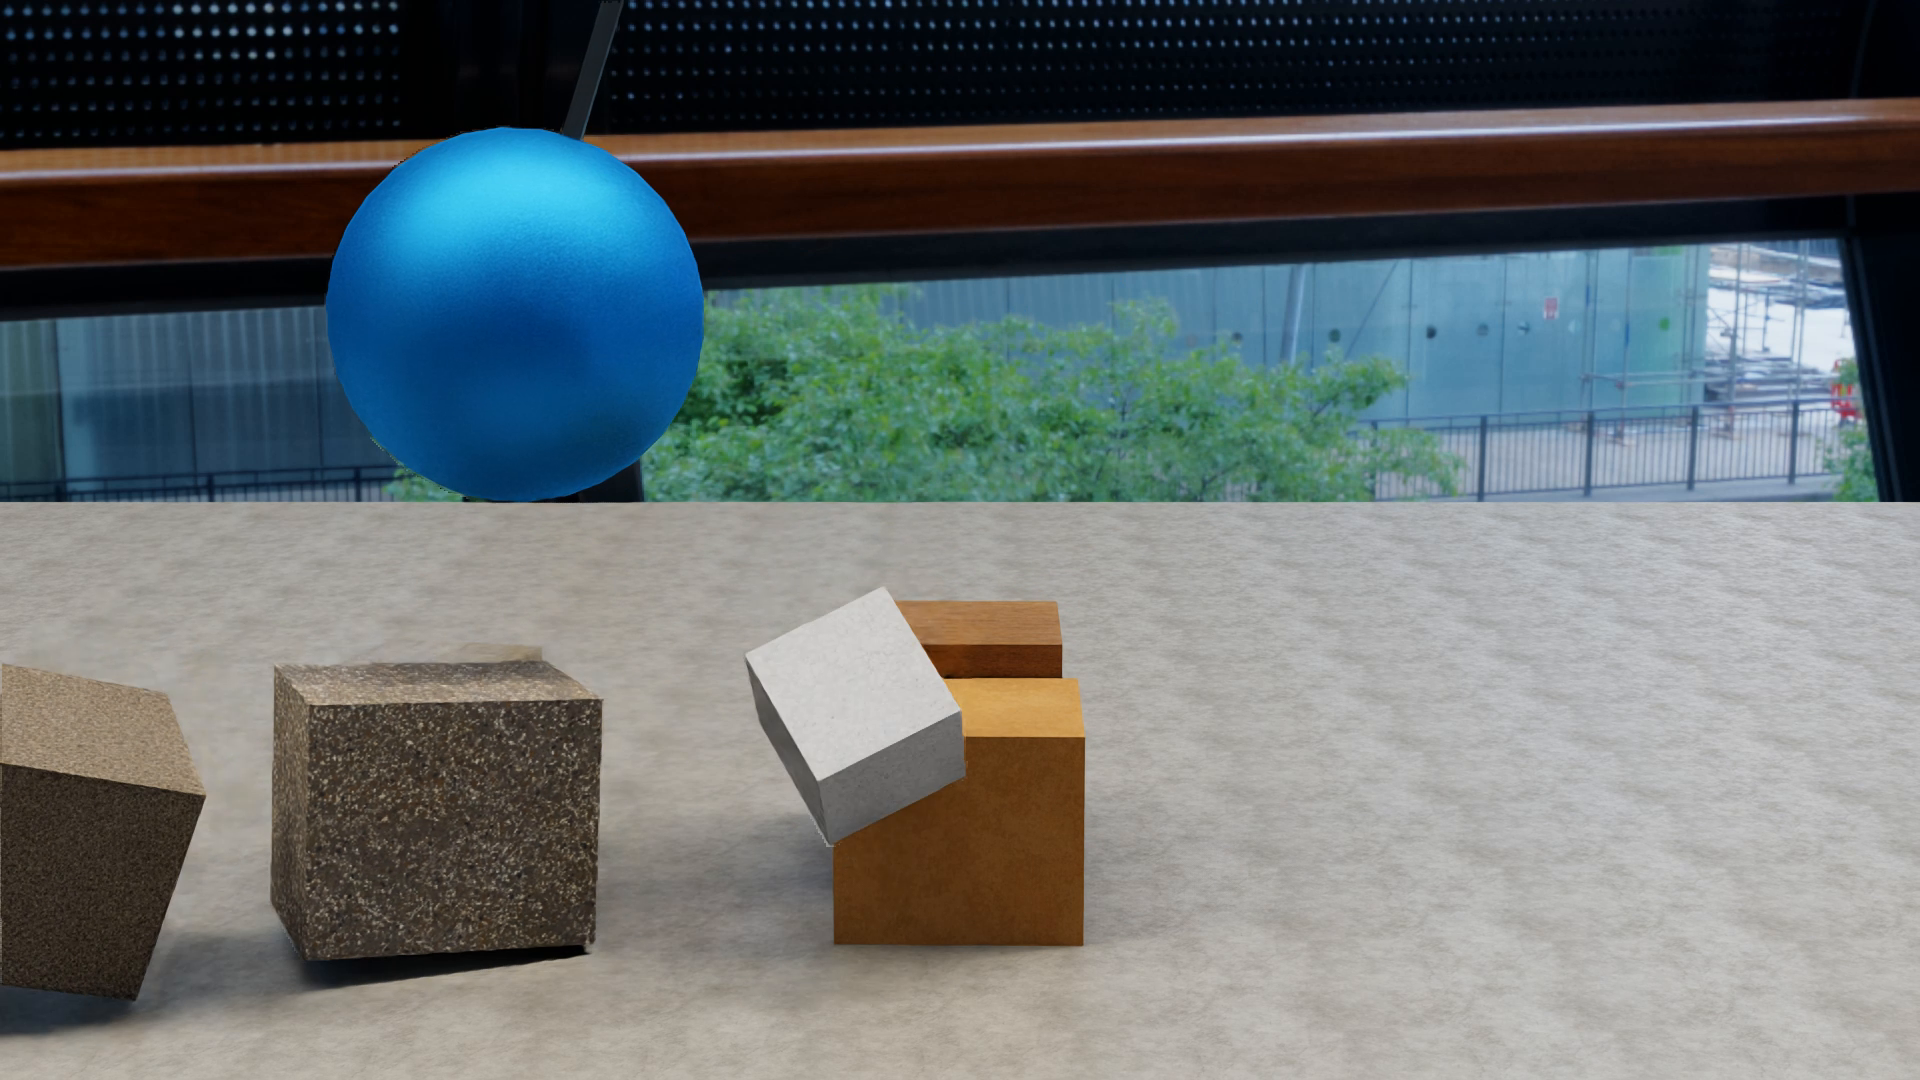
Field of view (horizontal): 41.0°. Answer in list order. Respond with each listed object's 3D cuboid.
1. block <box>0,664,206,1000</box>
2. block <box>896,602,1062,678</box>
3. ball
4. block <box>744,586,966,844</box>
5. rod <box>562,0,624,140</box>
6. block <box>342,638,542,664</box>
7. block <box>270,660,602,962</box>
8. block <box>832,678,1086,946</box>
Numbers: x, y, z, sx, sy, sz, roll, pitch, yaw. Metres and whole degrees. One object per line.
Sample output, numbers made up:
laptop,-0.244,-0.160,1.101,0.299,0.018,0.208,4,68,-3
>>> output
block,-3.508,1.100,9.843,0.820,0.888,0.906,14,15,-31
block,0.008,0.880,11.857,0.896,1.026,0.938,0,10,1
ball,-1.897,-0.962,11.005,1.600,1.600,1.600,0,10,0
block,-0.403,0.689,10.040,0.610,0.577,0.623,-26,62,-13
rod,-0.822,-4.136,10.428,0.080,5.200,0.080,18,10,-3
block,-2.523,0.925,12.452,0.797,0.725,0.688,2,11,13
block,-2.161,1.075,10.507,1.148,1.001,0.948,0,7,-23
block,0.001,1.131,10.894,1.019,0.877,1.017,0,10,1
